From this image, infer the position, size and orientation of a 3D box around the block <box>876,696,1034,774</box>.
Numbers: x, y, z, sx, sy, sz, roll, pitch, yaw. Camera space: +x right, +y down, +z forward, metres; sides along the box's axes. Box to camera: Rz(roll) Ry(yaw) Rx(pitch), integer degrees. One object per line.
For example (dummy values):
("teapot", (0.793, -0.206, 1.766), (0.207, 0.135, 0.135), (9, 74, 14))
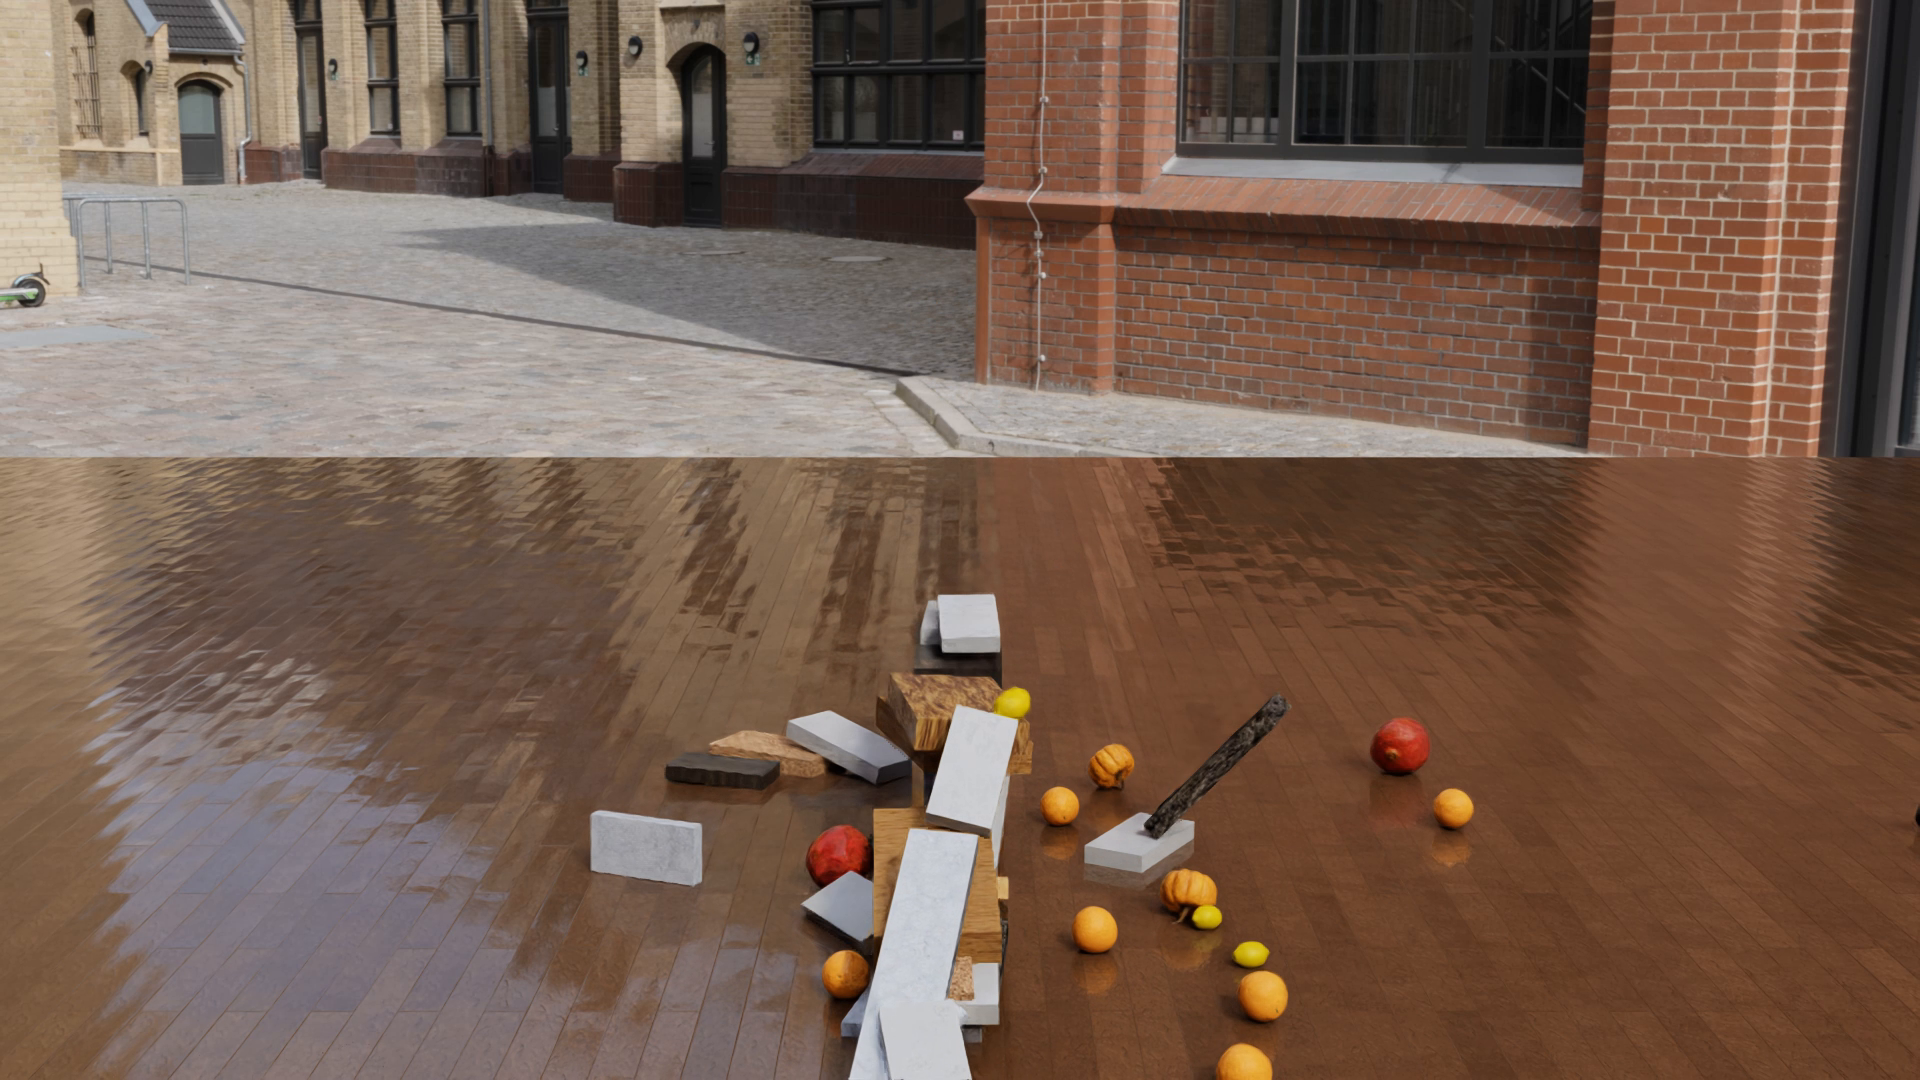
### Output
("block", (-0.015, 0.326, 3.709), (0.179, 0.051, 0.358), (3, 7, -15))

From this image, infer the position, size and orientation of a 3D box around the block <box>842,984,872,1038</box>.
("block", (-0.115, 0.676, 3.150), (0.072, 0.021, 0.145), (3, 11, 13))

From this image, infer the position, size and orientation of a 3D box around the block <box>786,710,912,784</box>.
("block", (-0.215, 0.411, 4.381), (0.247, 0.035, 0.124), (23, 20, 35))

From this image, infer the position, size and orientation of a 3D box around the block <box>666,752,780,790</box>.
("block", (-0.464, 0.452, 4.315), (0.201, 0.028, 0.100), (5, 11, 14))

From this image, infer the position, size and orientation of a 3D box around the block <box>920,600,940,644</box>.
("block", (-0.014, 0.160, 4.268), (0.110, 0.031, 0.220), (1, 13, 3))

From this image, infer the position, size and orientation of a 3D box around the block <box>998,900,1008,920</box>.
("block", (0.008, 0.576, 3.407), (0.112, 0.032, 0.224), (0, -14, 6))

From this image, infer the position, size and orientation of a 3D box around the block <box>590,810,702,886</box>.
("block", (-0.535, 0.524, 3.745), (0.201, 0.100, 0.028), (4, 8, 22))

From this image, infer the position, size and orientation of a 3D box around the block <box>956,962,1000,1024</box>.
("block", (-0.002, 0.607, 3.104), (0.112, 0.032, 0.224), (-1, 21, 1))

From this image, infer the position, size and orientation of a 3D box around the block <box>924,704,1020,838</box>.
("block", (0.019, 0.353, 3.375), (0.101, 0.029, 0.202), (14, 52, 4))

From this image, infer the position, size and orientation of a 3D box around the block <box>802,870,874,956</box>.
("block", (-0.160, 0.590, 3.487), (0.100, 0.028, 0.201), (-32, 24, -23))

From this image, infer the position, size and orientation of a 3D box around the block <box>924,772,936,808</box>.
("block", (0.000, 0.475, 3.690), (0.120, 0.239, 0.034), (0, 44, 0))

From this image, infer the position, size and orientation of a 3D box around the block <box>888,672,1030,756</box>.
("block", (-0.008, 0.284, 3.627), (0.179, 0.051, 0.358), (3, 8, -9))

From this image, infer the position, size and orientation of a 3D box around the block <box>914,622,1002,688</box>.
("block", (-0.003, 0.220, 4.175), (0.162, 0.046, 0.323), (0, 13, 0))

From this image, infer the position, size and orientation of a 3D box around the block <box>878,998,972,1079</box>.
("block", (-0.041, 0.679, 2.817), (0.101, 0.029, 0.202), (-4, 37, -9))

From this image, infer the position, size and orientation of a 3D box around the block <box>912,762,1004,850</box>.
("block", (-0.005, 0.409, 3.977), (0.162, 0.046, 0.323), (0, 51, 0))

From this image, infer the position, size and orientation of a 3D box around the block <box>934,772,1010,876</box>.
("block", (0.009, 0.451, 3.488), (0.120, 0.034, 0.239), (5, 35, 4))

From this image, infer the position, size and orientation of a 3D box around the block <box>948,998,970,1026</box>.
("block", (-0.036, 0.634, 2.975), (0.092, 0.013, 0.046), (29, 62, 37))

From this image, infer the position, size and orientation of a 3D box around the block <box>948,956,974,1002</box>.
("block", (-0.005, 0.607, 3.041), (0.046, 0.013, 0.092), (-2, 21, -2))

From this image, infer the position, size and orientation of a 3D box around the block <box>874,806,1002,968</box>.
("block", (-0.038, 0.506, 3.254), (0.179, 0.051, 0.376), (-2, 21, -2))

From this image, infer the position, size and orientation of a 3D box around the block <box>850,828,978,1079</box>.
("block", (-0.062, 0.587, 2.994), (0.101, 0.029, 0.523), (4, 36, 7))

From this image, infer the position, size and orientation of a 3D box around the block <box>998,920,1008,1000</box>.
("block", (0.008, 0.613, 3.226), (0.112, 0.032, 0.224), (1, 12, 4))

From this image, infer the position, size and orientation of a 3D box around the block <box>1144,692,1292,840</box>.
("block", (0.451, 0.395, 3.849), (0.035, 0.310, 0.124), (45, 22, 7))

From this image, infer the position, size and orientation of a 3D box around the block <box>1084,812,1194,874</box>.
("block", (0.319, 0.534, 3.888), (0.110, 0.031, 0.220), (6, 12, 30))

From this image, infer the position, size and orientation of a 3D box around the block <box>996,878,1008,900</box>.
("block", (0.009, 0.559, 3.529), (0.120, 0.034, 0.239), (0, -9, -4))

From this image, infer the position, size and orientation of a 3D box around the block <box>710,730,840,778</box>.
("block", (-0.368, 0.430, 4.434), (0.247, 0.035, 0.124), (6, 12, 30))

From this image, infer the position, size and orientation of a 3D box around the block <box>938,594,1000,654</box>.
("block", (0.016, 0.157, 4.144), (0.110, 0.031, 0.220), (-1, 20, -2))

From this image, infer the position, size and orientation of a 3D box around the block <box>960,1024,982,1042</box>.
("block", (-0.006, 0.678, 3.139), (0.072, 0.021, 0.145), (0, 11, 0))
